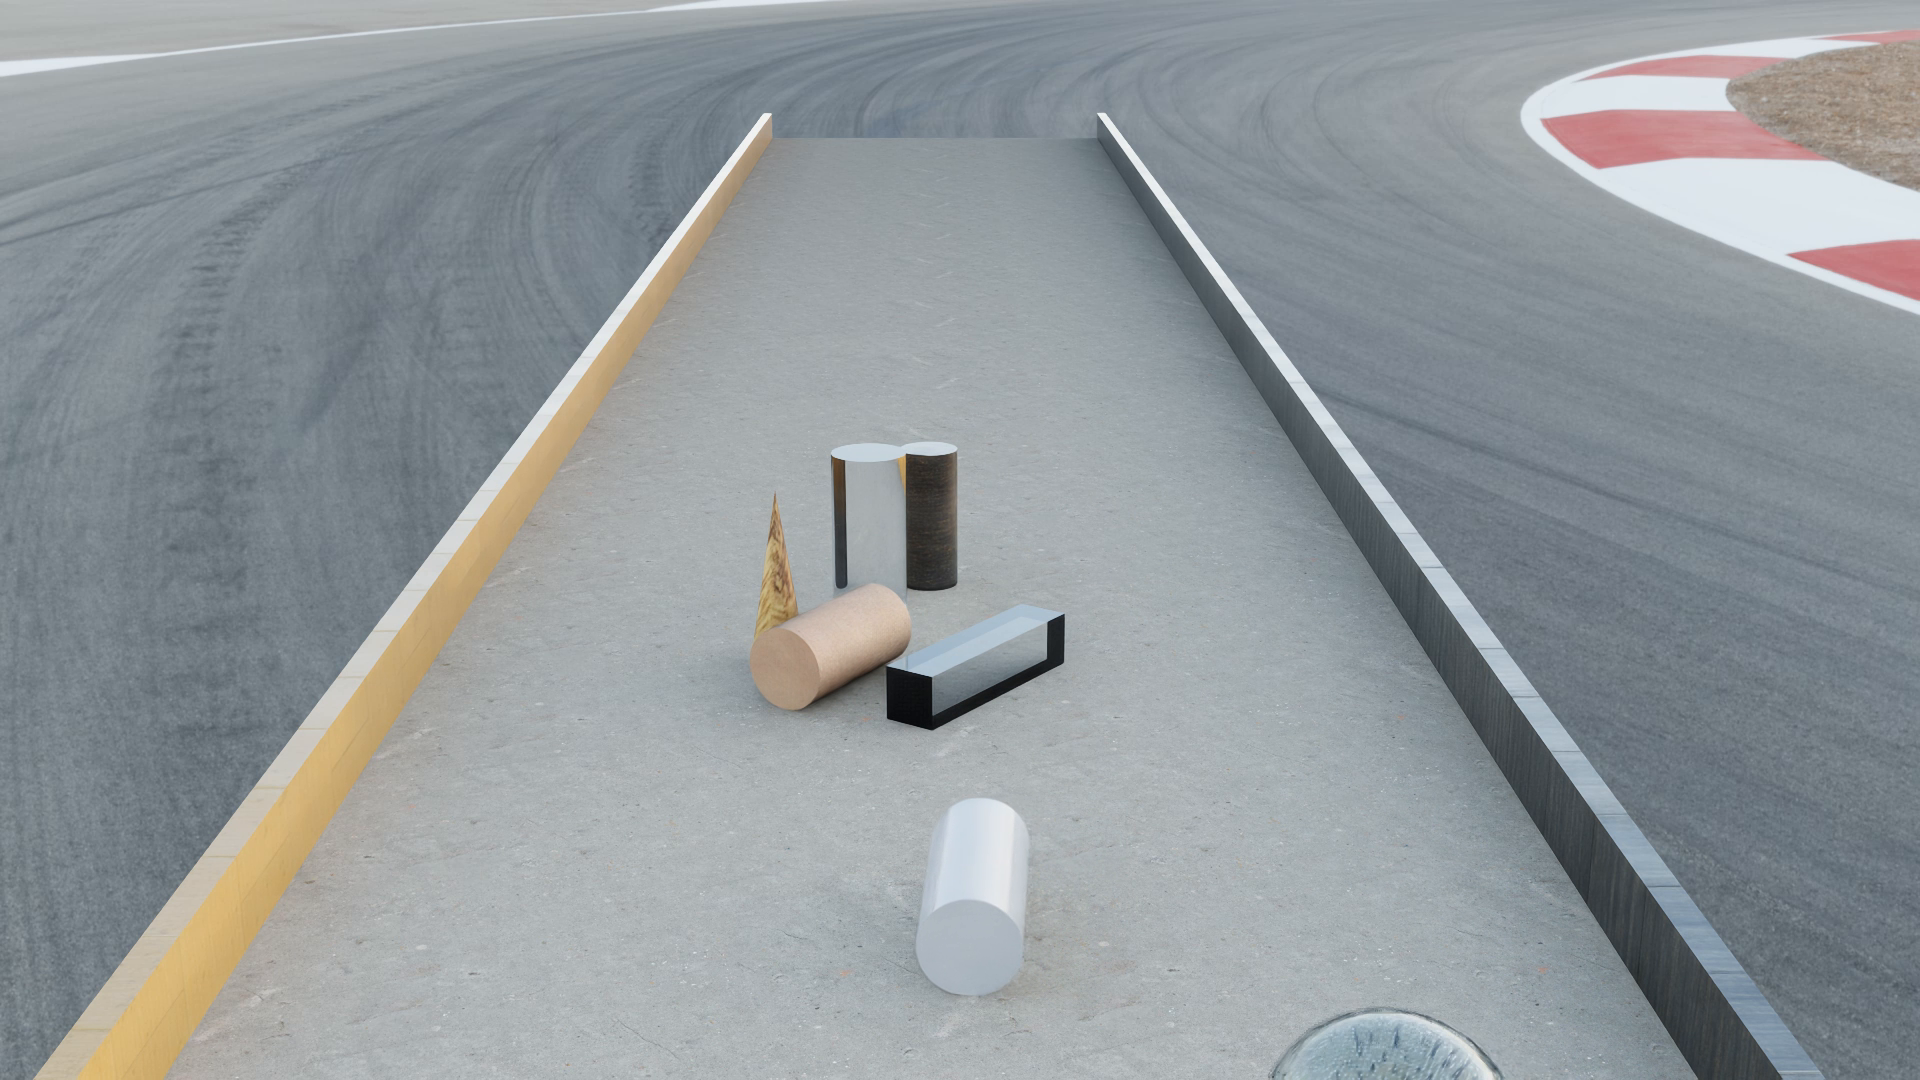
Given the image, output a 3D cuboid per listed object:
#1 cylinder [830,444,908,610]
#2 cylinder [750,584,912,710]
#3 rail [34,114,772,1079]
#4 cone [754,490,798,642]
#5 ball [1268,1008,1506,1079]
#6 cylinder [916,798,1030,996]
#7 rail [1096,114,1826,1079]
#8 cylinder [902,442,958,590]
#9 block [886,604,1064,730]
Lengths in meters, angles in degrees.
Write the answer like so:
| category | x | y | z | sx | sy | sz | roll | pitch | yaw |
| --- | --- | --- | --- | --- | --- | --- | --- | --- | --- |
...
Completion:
| category | x | y | z | sx | sy | sz | roll | pitch | yaw |
| --- | --- | --- | --- | --- | --- | --- | --- | --- | --- |
| cylinder | -0.191 | -0.013 | 4.647 | 0.158 | 0.355 | 0.158 | 0 | 17 | 0 |
| cylinder | -0.247 | 0.203 | 4.260 | 0.161 | 0.161 | 0.320 | 10 | 19 | 30 |
| rail | -1.118 | -0.838 | 7.780 | 0.050 | 0.150 | 12.000 | 0 | 17 | -1 |
| cone | -0.363 | 0.071 | 4.370 | 0.114 | 0.353 | 0.114 | 0 | 17 | 0 |
| ball | 0.477 | 0.672 | 2.444 | 0.298 | 0.298 | 0.298 | 0 | 17 | 0 |
| cylinder | 0.023 | 0.517 | 3.225 | 0.150 | 0.150 | 0.353 | 1 | 17 | 3 |
| rail | 0.932 | -0.844 | 7.801 | 0.050 | 0.150 | 12.000 | 0 | 17 | -1 |
| cylinder | -0.068 | -0.053 | 4.864 | 0.125 | 0.308 | 0.125 | 0 | 17 | 0 |
| block | 0.036 | 0.240 | 4.237 | 0.105 | 0.105 | 0.450 | 11 | 20 | 34 |
